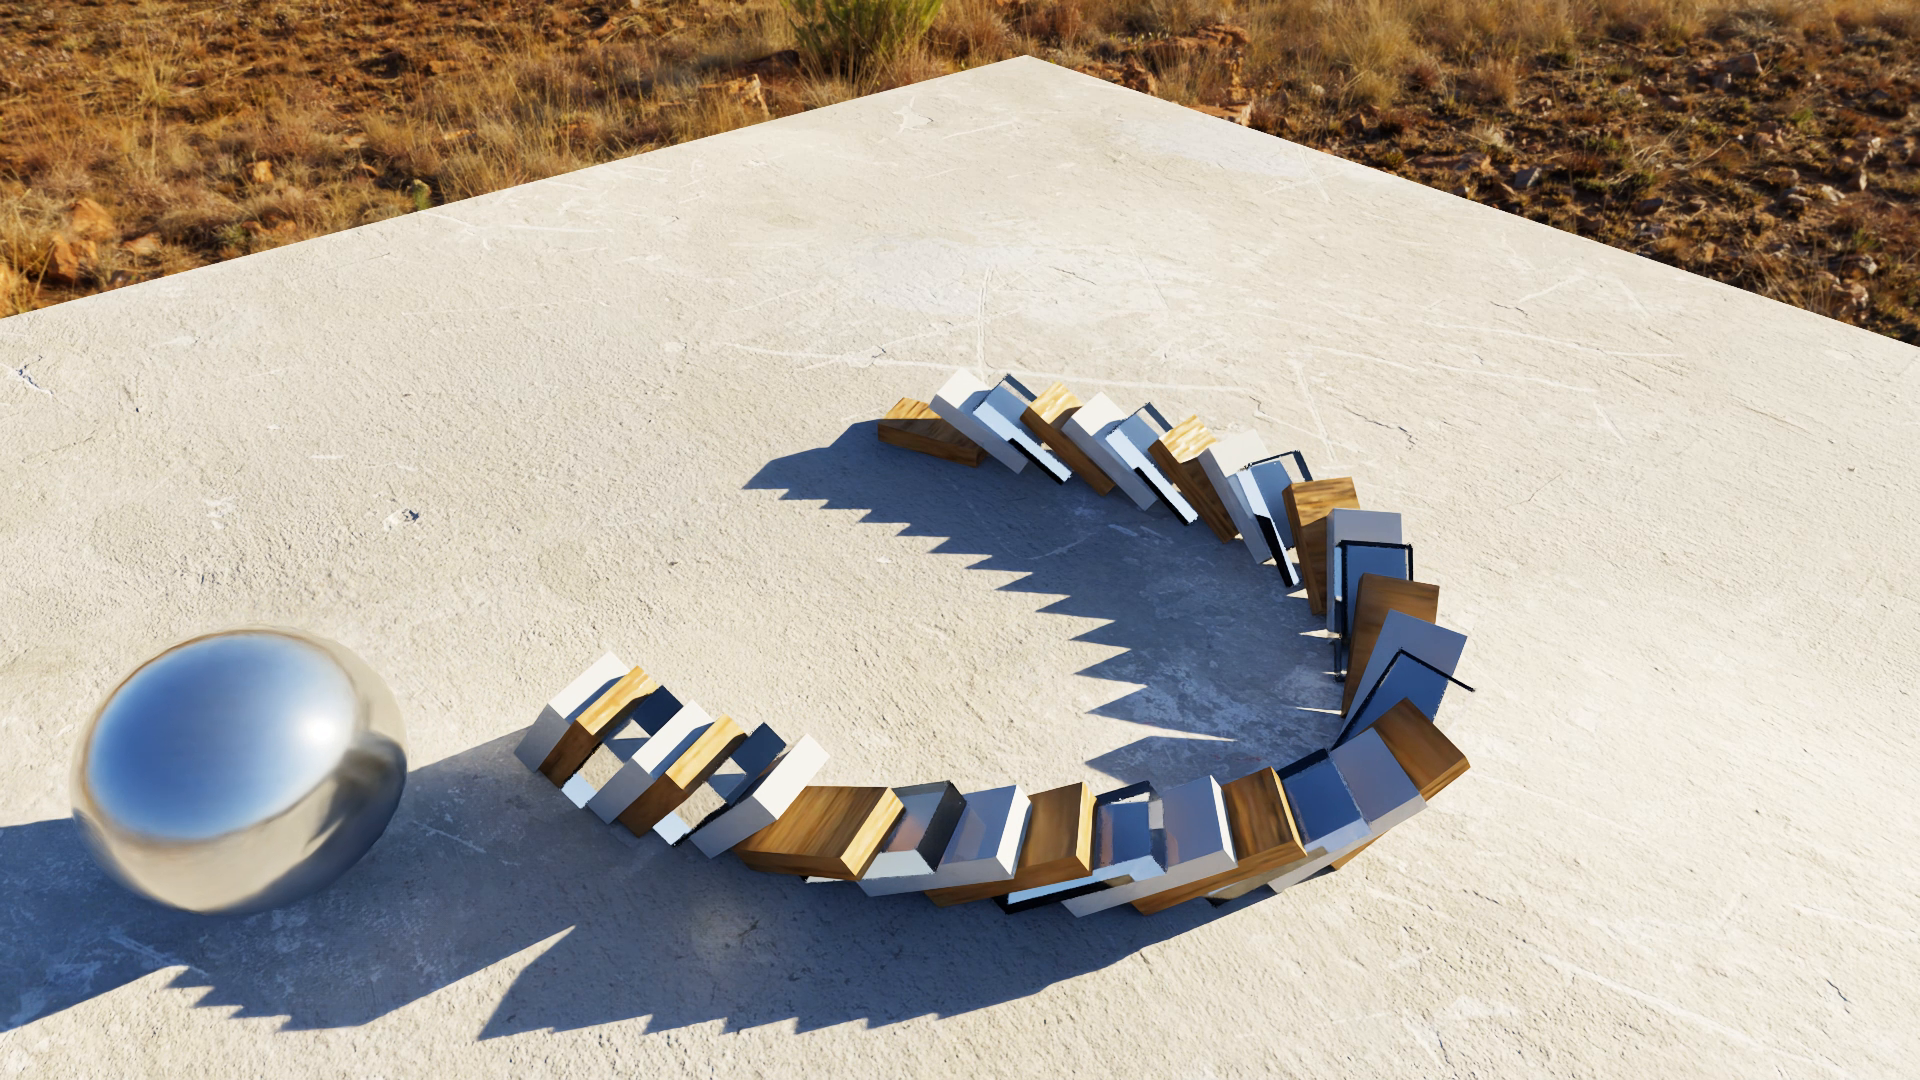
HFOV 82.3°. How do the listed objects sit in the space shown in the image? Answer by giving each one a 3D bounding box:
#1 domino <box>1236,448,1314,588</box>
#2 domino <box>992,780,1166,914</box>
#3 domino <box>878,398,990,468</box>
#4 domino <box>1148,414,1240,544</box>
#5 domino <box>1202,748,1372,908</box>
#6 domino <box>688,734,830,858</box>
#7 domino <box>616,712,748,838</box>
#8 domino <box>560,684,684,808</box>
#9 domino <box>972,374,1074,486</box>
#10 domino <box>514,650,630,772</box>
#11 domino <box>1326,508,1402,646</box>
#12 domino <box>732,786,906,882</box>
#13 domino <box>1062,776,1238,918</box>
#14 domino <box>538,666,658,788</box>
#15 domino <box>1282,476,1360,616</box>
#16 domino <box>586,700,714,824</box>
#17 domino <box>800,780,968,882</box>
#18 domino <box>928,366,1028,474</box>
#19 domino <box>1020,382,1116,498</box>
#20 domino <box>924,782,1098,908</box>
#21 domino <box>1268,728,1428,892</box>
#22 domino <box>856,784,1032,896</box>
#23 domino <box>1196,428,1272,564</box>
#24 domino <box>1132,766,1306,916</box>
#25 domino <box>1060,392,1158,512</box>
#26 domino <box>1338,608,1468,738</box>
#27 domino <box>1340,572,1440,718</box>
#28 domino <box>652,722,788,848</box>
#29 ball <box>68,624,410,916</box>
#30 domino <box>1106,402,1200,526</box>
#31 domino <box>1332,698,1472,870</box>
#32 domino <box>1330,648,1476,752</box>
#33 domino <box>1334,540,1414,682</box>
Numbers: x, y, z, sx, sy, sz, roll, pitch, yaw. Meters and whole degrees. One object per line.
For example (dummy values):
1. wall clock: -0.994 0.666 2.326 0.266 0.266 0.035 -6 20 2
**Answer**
1. domino: 0.131 -0.009 0.433 0.025 0.010 0.050 -16 77 -19
2. domino: 0.034 0.088 0.316 0.050 0.010 0.025 -23 33 24
3. domino: -0.010 -0.050 0.504 0.050 0.009 0.025 17 42 20
4. domino: 0.103 -0.025 0.455 0.025 0.010 0.050 -33 81 -33
5. domino: 0.090 0.084 0.321 0.050 0.010 0.025 -31 39 14
6. domino: -0.060 0.076 0.323 0.010 0.050 0.025 46 47 -5
7. domino: -0.083 0.071 0.328 0.009 0.050 0.025 46 49 -3
8. domino: -0.104 0.064 0.337 0.010 0.050 0.025 46 48 -3
9. domino: 0.033 -0.049 0.486 0.050 0.010 0.025 40 48 2
10. domino: -0.123 0.055 0.347 0.010 0.050 0.025 46 48 -3
11. domino: 0.149 0.014 0.405 0.025 0.010 0.050 4 73 3
12. domino: -0.041 0.084 0.319 0.050 0.010 0.025 -11 31 43
13. domino: 0.053 0.088 0.316 0.050 0.009 0.025 -25 34 21
14. domino: -0.113 0.059 0.343 0.009 0.050 0.025 46 48 -3
15. domino: 0.142 0.002 0.420 0.025 0.010 0.050 -7 74 -8
16. domino: -0.094 0.068 0.332 0.009 0.050 0.025 46 48 -3
17. domino: -0.024 0.085 0.319 0.050 0.010 0.025 -17 28 35
18. domino: 0.013 -0.054 0.492 0.050 0.010 0.025 37 46 1
19. domino: 0.052 -0.044 0.479 0.050 0.009 0.025 43 50 4
20. domino: 0.015 0.088 0.316 0.050 0.009 0.025 -21 32 26
21. domino: 0.108 0.080 0.325 0.050 0.009 0.025 -34 42 11
22. domino: -0.005 0.087 0.318 0.050 0.010 0.025 -18 30 30
23. domino: 0.120 -0.018 0.445 0.025 0.009 0.050 -22 78 -25
24. domino: 0.071 0.087 0.317 0.050 0.009 0.025 -28 36 19
25. domino: 0.070 -0.038 0.472 0.050 0.010 0.025 45 51 5
26. domino: 0.144 0.051 0.360 0.025 0.009 0.050 21 80 24
27. domino: 0.147 0.038 0.376 0.025 0.009 0.050 10 74 12
28. domino: -0.072 0.073 0.325 0.009 0.050 0.025 46 48 -3
29. ball: -0.200 0.064 0.310 0.080 0.080 0.080 0 39 0
30. domino: 0.087 -0.032 0.464 0.050 0.009 0.025 49 54 6
31. domino: 0.125 0.073 0.333 0.050 0.009 0.025 -40 46 6
32. domino: 0.136 0.062 0.346 0.025 0.010 0.050 33 85 34
33. domino: 0.147 0.026 0.391 0.025 0.009 0.050 4 73 5
